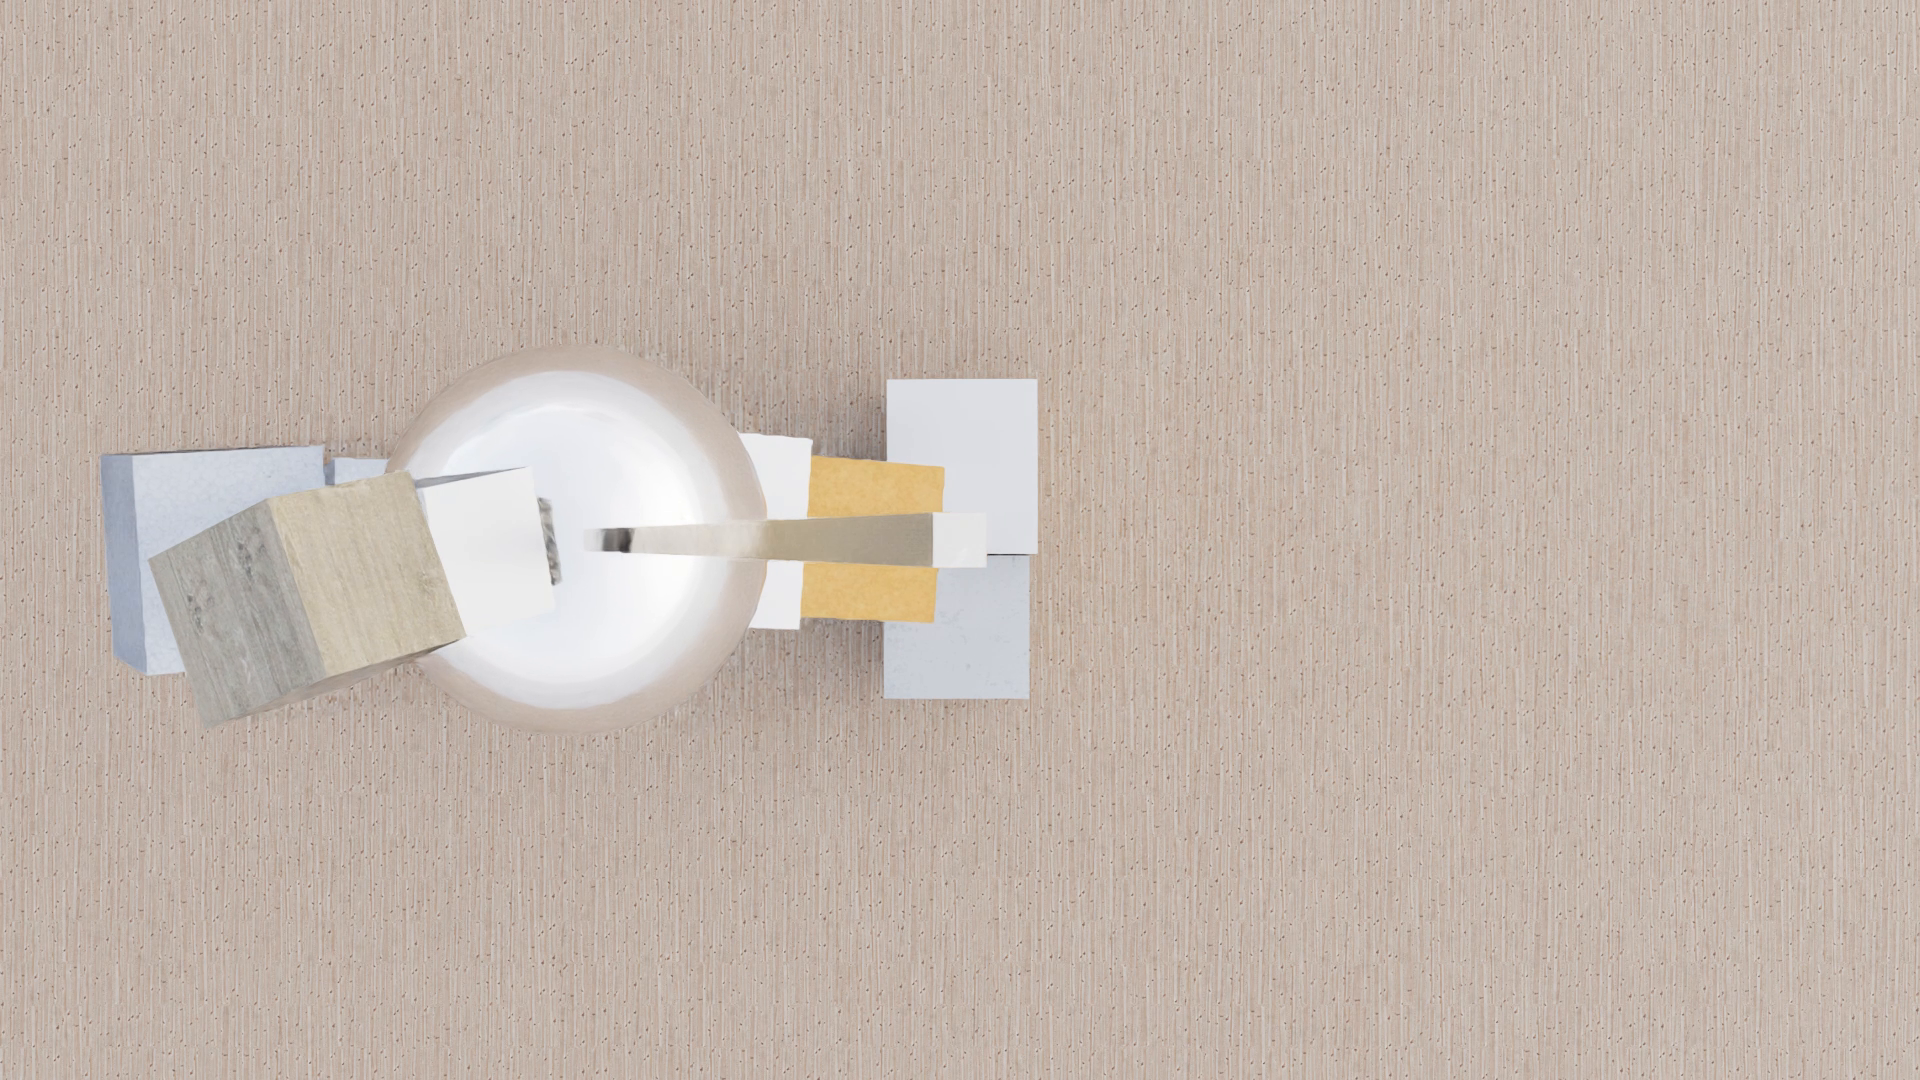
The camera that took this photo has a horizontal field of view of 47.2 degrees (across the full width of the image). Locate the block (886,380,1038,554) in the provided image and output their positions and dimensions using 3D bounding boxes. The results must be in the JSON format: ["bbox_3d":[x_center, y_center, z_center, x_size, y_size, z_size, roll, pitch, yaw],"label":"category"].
[{"bbox_3d":[0.012,-0.400,12.492,0.820,1.016,0.951,0,90,0],"label":"block"}]

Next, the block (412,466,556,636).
[{"bbox_3d":[-1.893,0.057,7.923,0.589,0.519,0.530,-4,98,35],"label":"block"}]

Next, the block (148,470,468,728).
[{"bbox_3d":[-2.219,0.199,7.485,0.698,0.602,0.607,-21,88,36],"label":"block"}]

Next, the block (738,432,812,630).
[{"bbox_3d":[-1.334,-0.067,11.174,0.830,0.884,0.953,4,90,-26],"label":"block"}]

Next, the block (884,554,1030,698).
[{"bbox_3d":[-0.018,0.481,12.570,0.803,0.860,0.791,0,90,0],"label":"block"}]

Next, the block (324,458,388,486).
[{"bbox_3d":[-3.100,0.026,12.247,0.865,0.877,0.853,0,85,-24],"label":"block"}]

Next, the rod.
[{"bbox_3d":[-0.685,0.000,5.717,0.080,5.200,0.080,0,90,-15],"label":"rod"}]

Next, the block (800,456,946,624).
[{"bbox_3d":[-0.612,-0.012,11.504,0.756,0.780,0.807,4,90,-26],"label":"block"}]

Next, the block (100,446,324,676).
[{"bbox_3d":[-3.135,0.058,9.256,0.737,0.917,0.871,-5,95,-28],"label":"block"}]

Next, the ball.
[{"bbox_3d":[-1.581,0.000,8.997,1.600,1.600,1.600,0,90,0],"label":"ball"}]
